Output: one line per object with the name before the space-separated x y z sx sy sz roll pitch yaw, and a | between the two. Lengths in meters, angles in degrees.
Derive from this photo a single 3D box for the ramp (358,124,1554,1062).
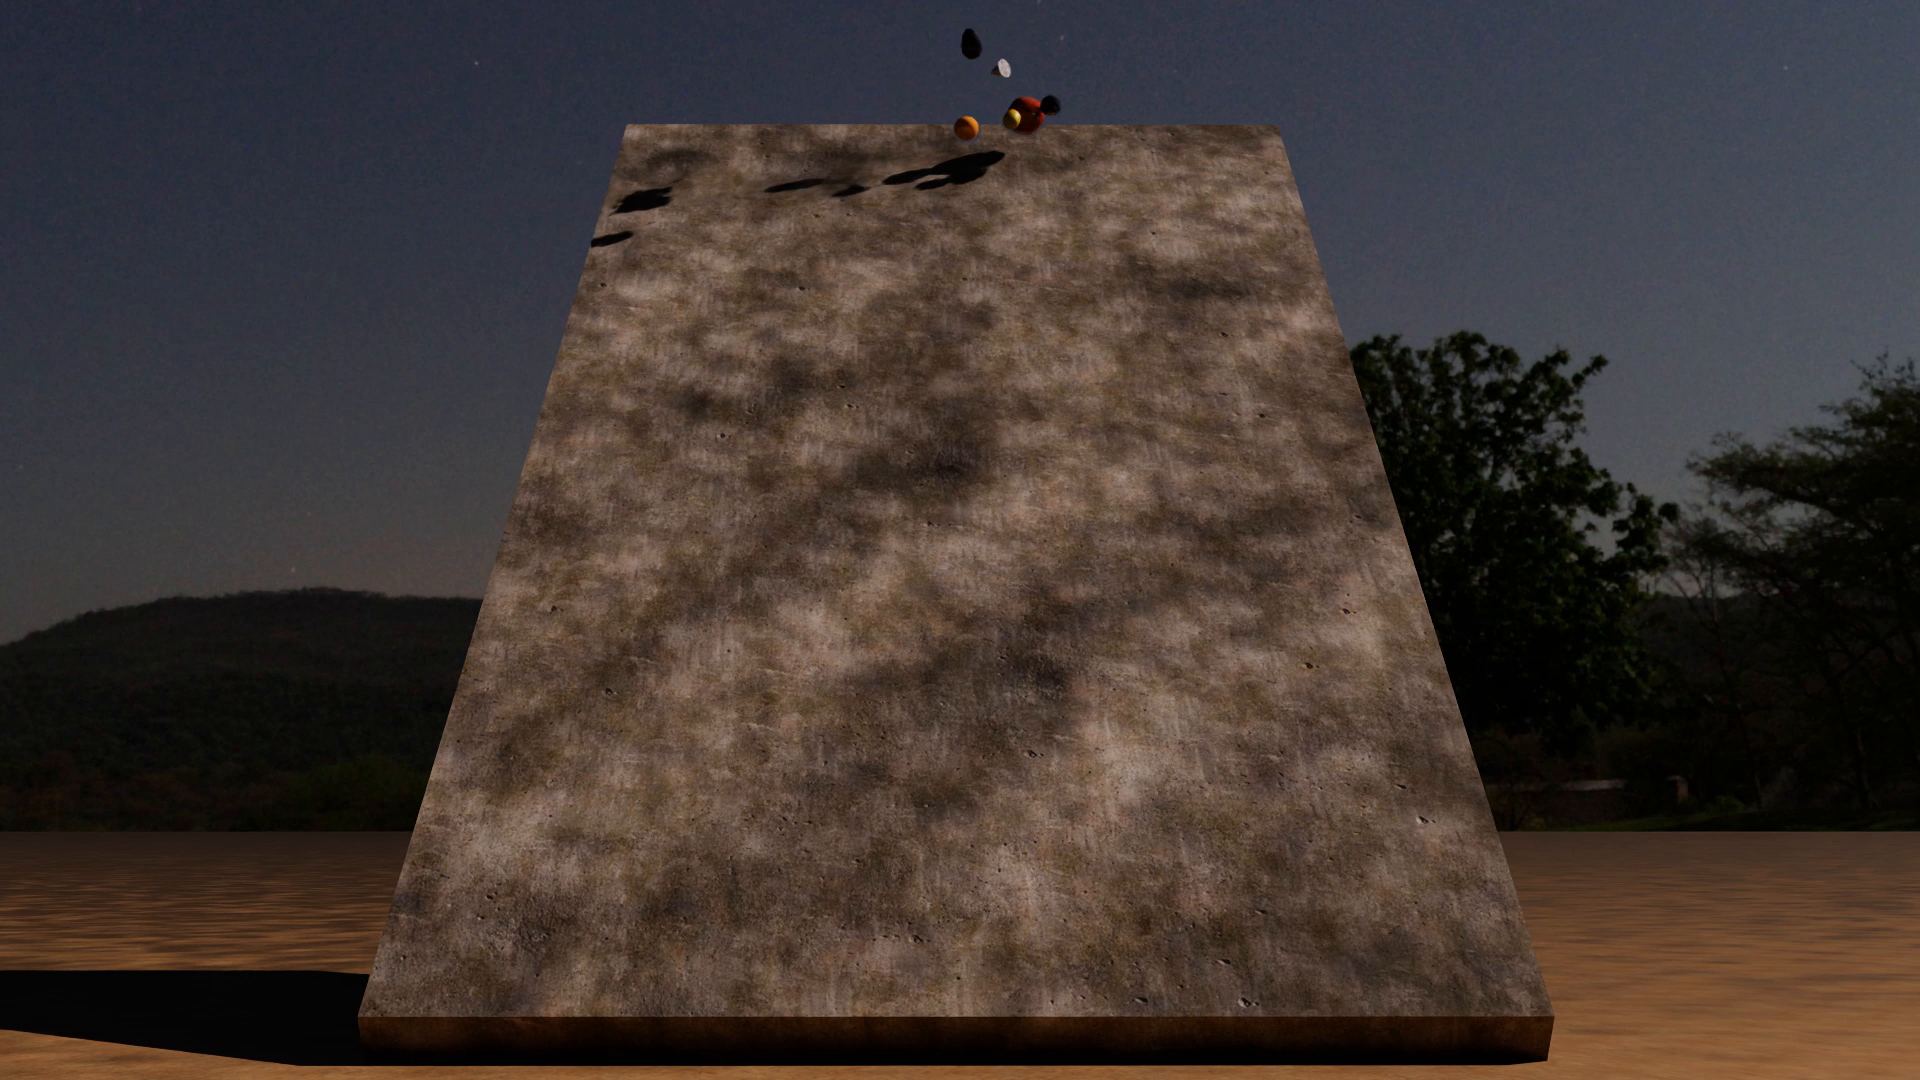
ramp | -0.014 -0.198 5.801 2.000 0.100 4.000 0 31 0

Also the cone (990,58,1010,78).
cone | 0.110 -1.384 7.184 0.056 0.056 0.056 -15 -15 38
